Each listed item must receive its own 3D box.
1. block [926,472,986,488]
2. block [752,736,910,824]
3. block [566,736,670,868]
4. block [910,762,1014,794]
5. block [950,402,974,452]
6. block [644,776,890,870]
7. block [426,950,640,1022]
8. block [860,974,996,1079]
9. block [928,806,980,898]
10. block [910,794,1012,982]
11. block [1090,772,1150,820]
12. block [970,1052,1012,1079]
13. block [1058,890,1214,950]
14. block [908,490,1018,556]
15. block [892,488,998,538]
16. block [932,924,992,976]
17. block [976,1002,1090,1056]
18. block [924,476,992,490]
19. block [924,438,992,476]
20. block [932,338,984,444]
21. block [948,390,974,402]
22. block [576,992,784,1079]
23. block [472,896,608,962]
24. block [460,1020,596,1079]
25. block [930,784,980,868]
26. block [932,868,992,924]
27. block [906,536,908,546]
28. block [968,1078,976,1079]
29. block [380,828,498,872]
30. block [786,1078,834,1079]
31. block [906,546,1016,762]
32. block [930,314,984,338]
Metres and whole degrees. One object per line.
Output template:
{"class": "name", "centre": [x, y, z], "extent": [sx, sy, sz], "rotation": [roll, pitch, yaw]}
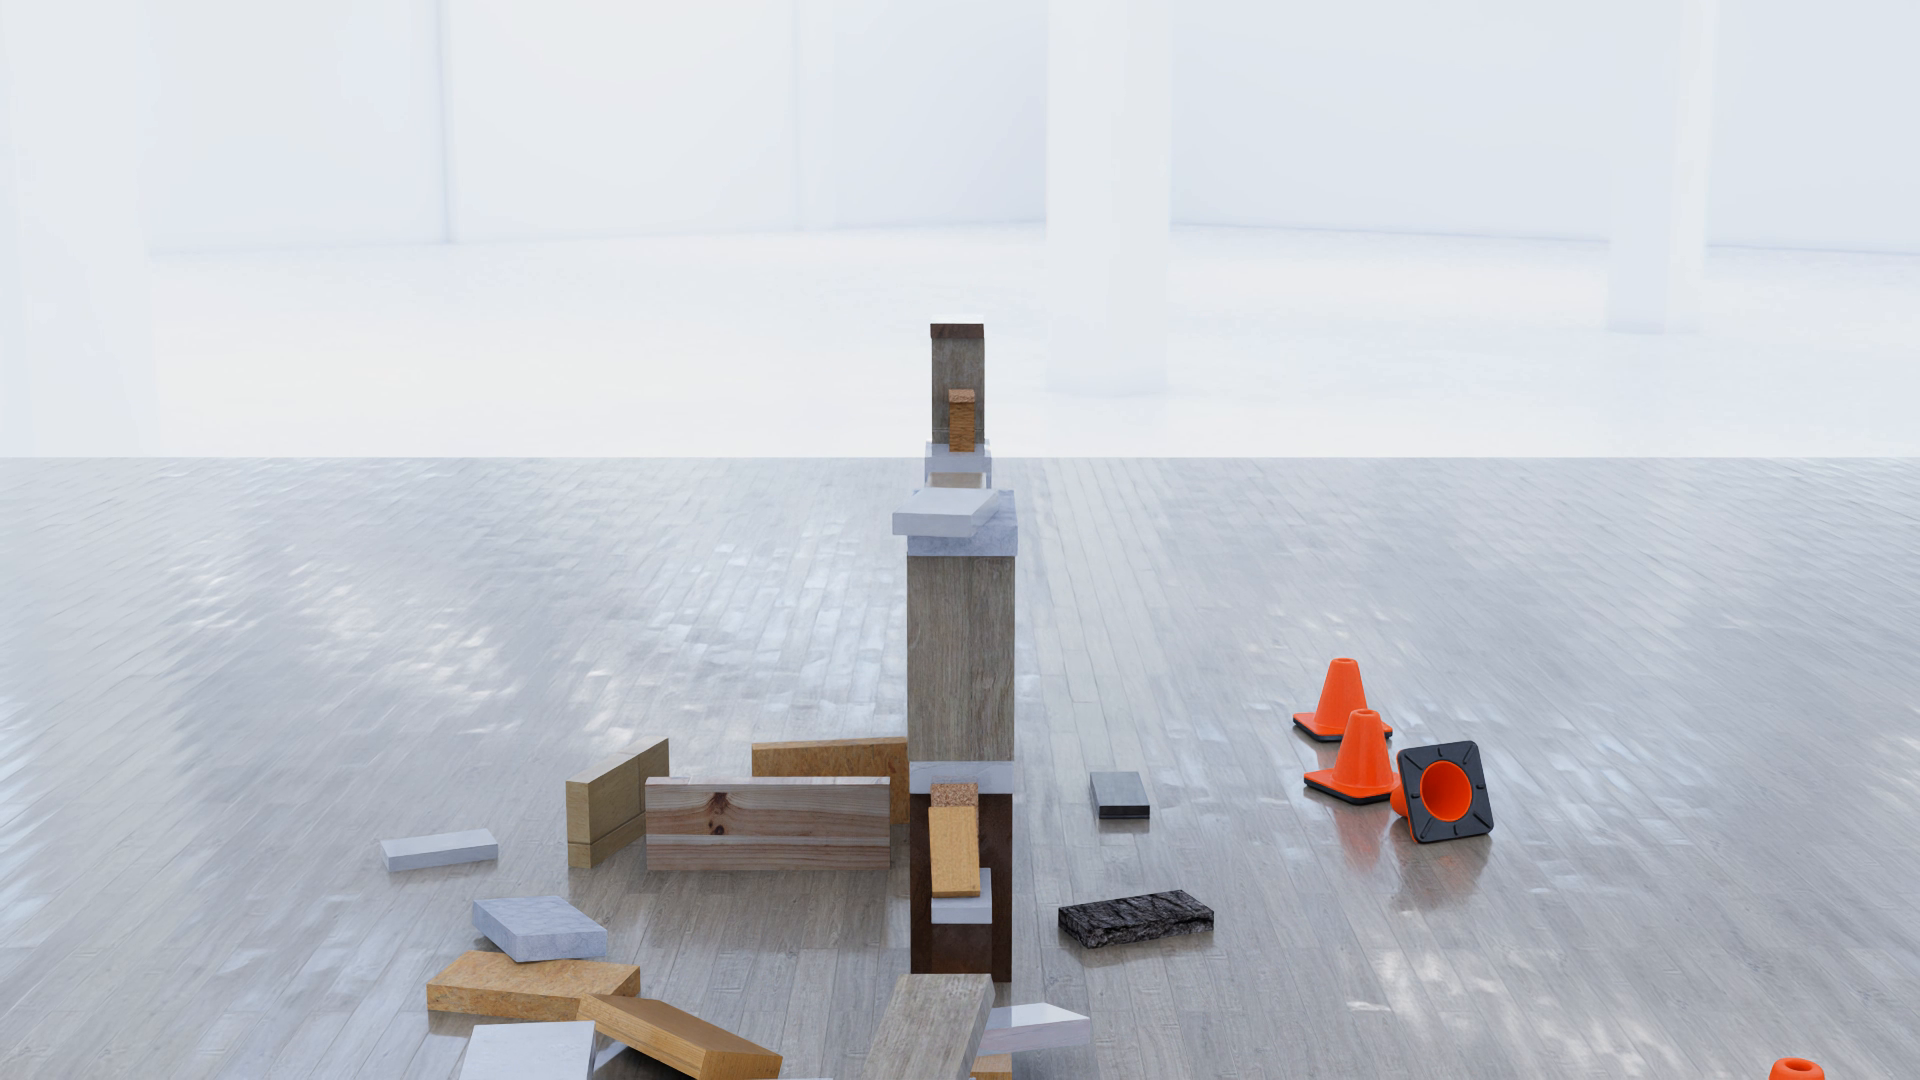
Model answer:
{"class": "block", "centre": [-0.007, -0.081, 3.534], "extent": [0.093, 0.026, 0.186], "rotation": [0, 11, 2]}
{"class": "block", "centre": [-0.226, 0.445, 4.028], "extent": [0.307, 0.153, 0.043], "rotation": [-2, 11, -9]}
{"class": "block", "centre": [-0.607, 0.464, 3.928], "extent": [0.043, 0.153, 0.307], "rotation": [4, 11, 19]}
{"class": "block", "centre": [0.002, 0.320, 3.347], "extent": [0.151, 0.043, 0.302], "rotation": [0, 11, 0]}
{"class": "block", "centre": [0.004, -0.213, 4.120], "extent": [0.047, 0.095, 0.013], "rotation": [0, 11, 0]}
{"class": "block", "centre": [-0.330, 0.489, 3.793], "extent": [0.418, 0.153, 0.043], "rotation": [0, 11, 0]}
{"class": "block", "centre": [-0.622, 0.654, 3.217], "extent": [0.275, 0.039, 0.137], "rotation": [2, 11, 13]}
{"class": "block", "centre": [-0.083, 0.693, 2.463], "extent": [0.118, 0.033, 0.593], "rotation": [-3, 28, 17]}
{"class": "block", "centre": [-0.009, 0.443, 3.124], "extent": [0.067, 0.019, 0.134], "rotation": [-1, 54, -4]}
{"class": "block", "centre": [0.001, 0.509, 3.279], "extent": [0.151, 0.302, 0.043], "rotation": [0, 11, -1]}
{"class": "block", "centre": [0.302, 0.483, 4.171], "extent": [0.094, 0.027, 0.219], "rotation": [0, 11, -1]}
{"class": "block", "centre": [-0.001, 0.688, 2.893], "extent": [0.136, 0.039, 0.272], "rotation": [0, -1, 1]}
{"class": "block", "centre": [0.281, 0.604, 3.507], "extent": [0.221, 0.031, 0.111], "rotation": [-4, 11, -22]}
{"class": "block", "centre": [0.005, -0.028, 3.271], "extent": [0.156, 0.044, 0.312], "rotation": [0, 11, 0]}
{"class": "block", "centre": [-0.019, -0.041, 3.135], "extent": [0.111, 0.031, 0.221], "rotation": [2, 11, 11]}
{"class": "block", "centre": [0.002, 0.610, 3.100], "extent": [0.084, 0.167, 0.024], "rotation": [0, 11, 0]}
{"class": "block", "centre": [0.042, 0.652, 2.921], "extent": [0.236, 0.033, 0.118], "rotation": [1, -1, -29]}
{"class": "block", "centre": [-0.004, -0.004, 4.126], "extent": [0.124, 0.248, 0.035], "rotation": [0, 11, 0]}
{"class": "block", "centre": [-0.004, -0.158, 4.182], "extent": [0.124, 0.035, 0.248], "rotation": [0, 11, 0]}
{"class": "block", "centre": [-0.004, -0.288, 4.226], "extent": [0.102, 0.204, 0.029], "rotation": [0, 11, -1]}
{"class": "block", "centre": [0.003, -0.272, 4.141], "extent": [0.047, 0.013, 0.095], "rotation": [0, 11, -1]}
{"class": "block", "centre": [-0.382, 0.675, 2.979], "extent": [0.274, 0.039, 0.137], "rotation": [10, -6, 45]}
{"class": "block", "centre": [-0.651, 0.598, 3.395], "extent": [0.137, 0.039, 0.275], "rotation": [1, 2, -26]}
{"class": "block", "centre": [-0.547, 0.690, 2.763], "extent": [0.158, 0.045, 0.315], "rotation": [-1, 11, -6]}
{"class": "block", "centre": [-0.007, 0.420, 3.177], "extent": [0.067, 0.134, 0.019], "rotation": [-1, -10, -3]}
{"class": "block", "centre": [0.002, 0.506, 3.138], "extent": [0.084, 0.024, 0.167], "rotation": [0, 11, 0]}
{"class": "block", "centre": [-0.003, 0.130, 3.396], "extent": [0.156, 0.312, 0.044], "rotation": [0, 11, 0]}
{"class": "block", "centre": [-0.020, 0.736, 2.563], "extent": [0.136, 0.039, 0.272], "rotation": [-5, 25, -11]}
{"class": "block", "centre": [-0.912, 0.543, 3.852], "extent": [0.187, 0.027, 0.094], "rotation": [-4, 11, -23]}
{"class": "block", "centre": [-0.419, 0.736, 2.763], "extent": [0.518, 0.045, 0.157], "rotation": [0, 11, -3]}
{"class": "block", "centre": [0.001, 0.166, 3.207], "extent": [0.156, 0.312, 0.044], "rotation": [0, 11, -1]}
{"class": "block", "centre": [-0.005, -0.416, 4.273], "extent": [0.102, 0.029, 0.204], "rotation": [0, 11, 1]}
